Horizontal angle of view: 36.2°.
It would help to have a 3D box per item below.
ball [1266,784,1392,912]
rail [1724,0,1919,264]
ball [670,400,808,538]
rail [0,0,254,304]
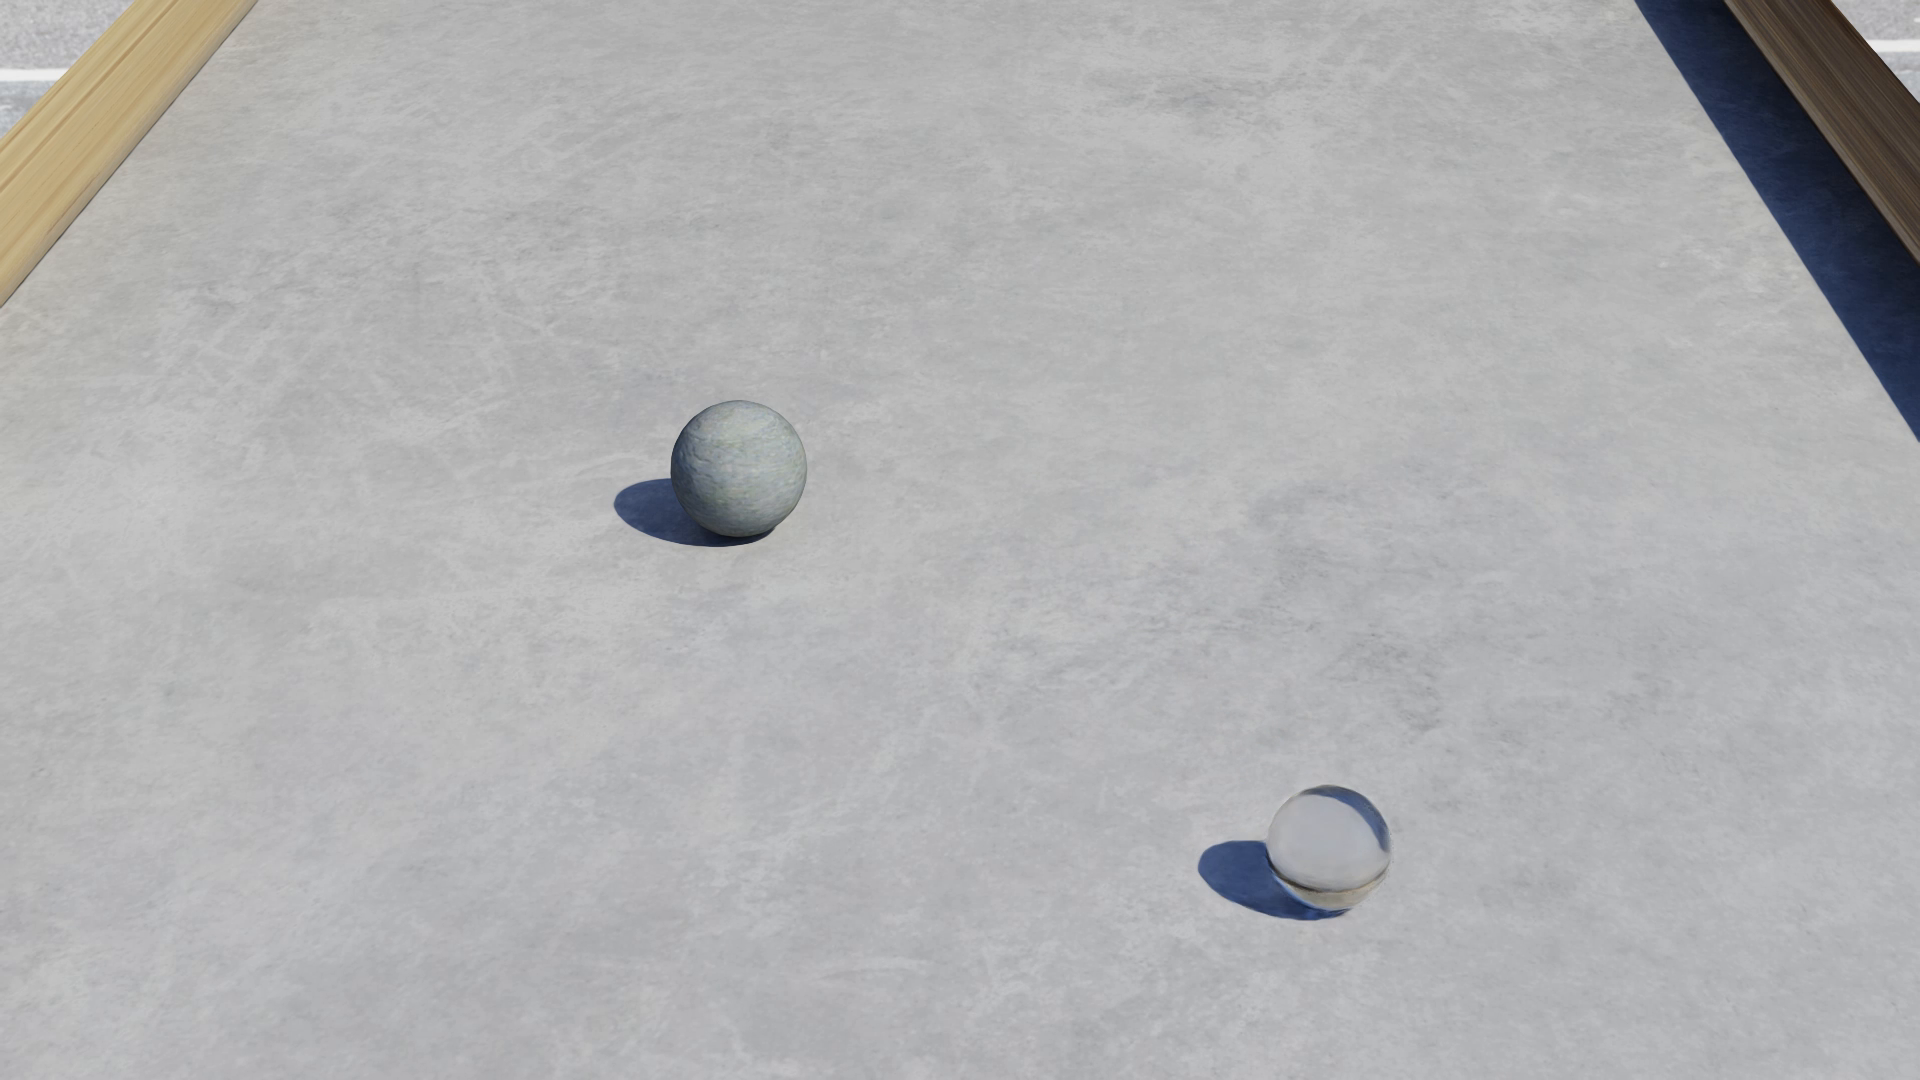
[{"bbox_3d":[0.194,0.161,1.543,0.066,0.066,0.066,0,27,0],"label":"ball"},{"bbox_3d":[0.759,-0.337,2.483,0.045,0.117,2.920,1,27,1],"label":"rail"},{"bbox_3d":[-0.145,-0.047,1.934,0.090,0.090,0.090,0,27,0],"label":"ball"},{"bbox_3d":[-0.726,-0.352,2.513,0.045,0.117,2.920,1,27,1],"label":"rail"}]
